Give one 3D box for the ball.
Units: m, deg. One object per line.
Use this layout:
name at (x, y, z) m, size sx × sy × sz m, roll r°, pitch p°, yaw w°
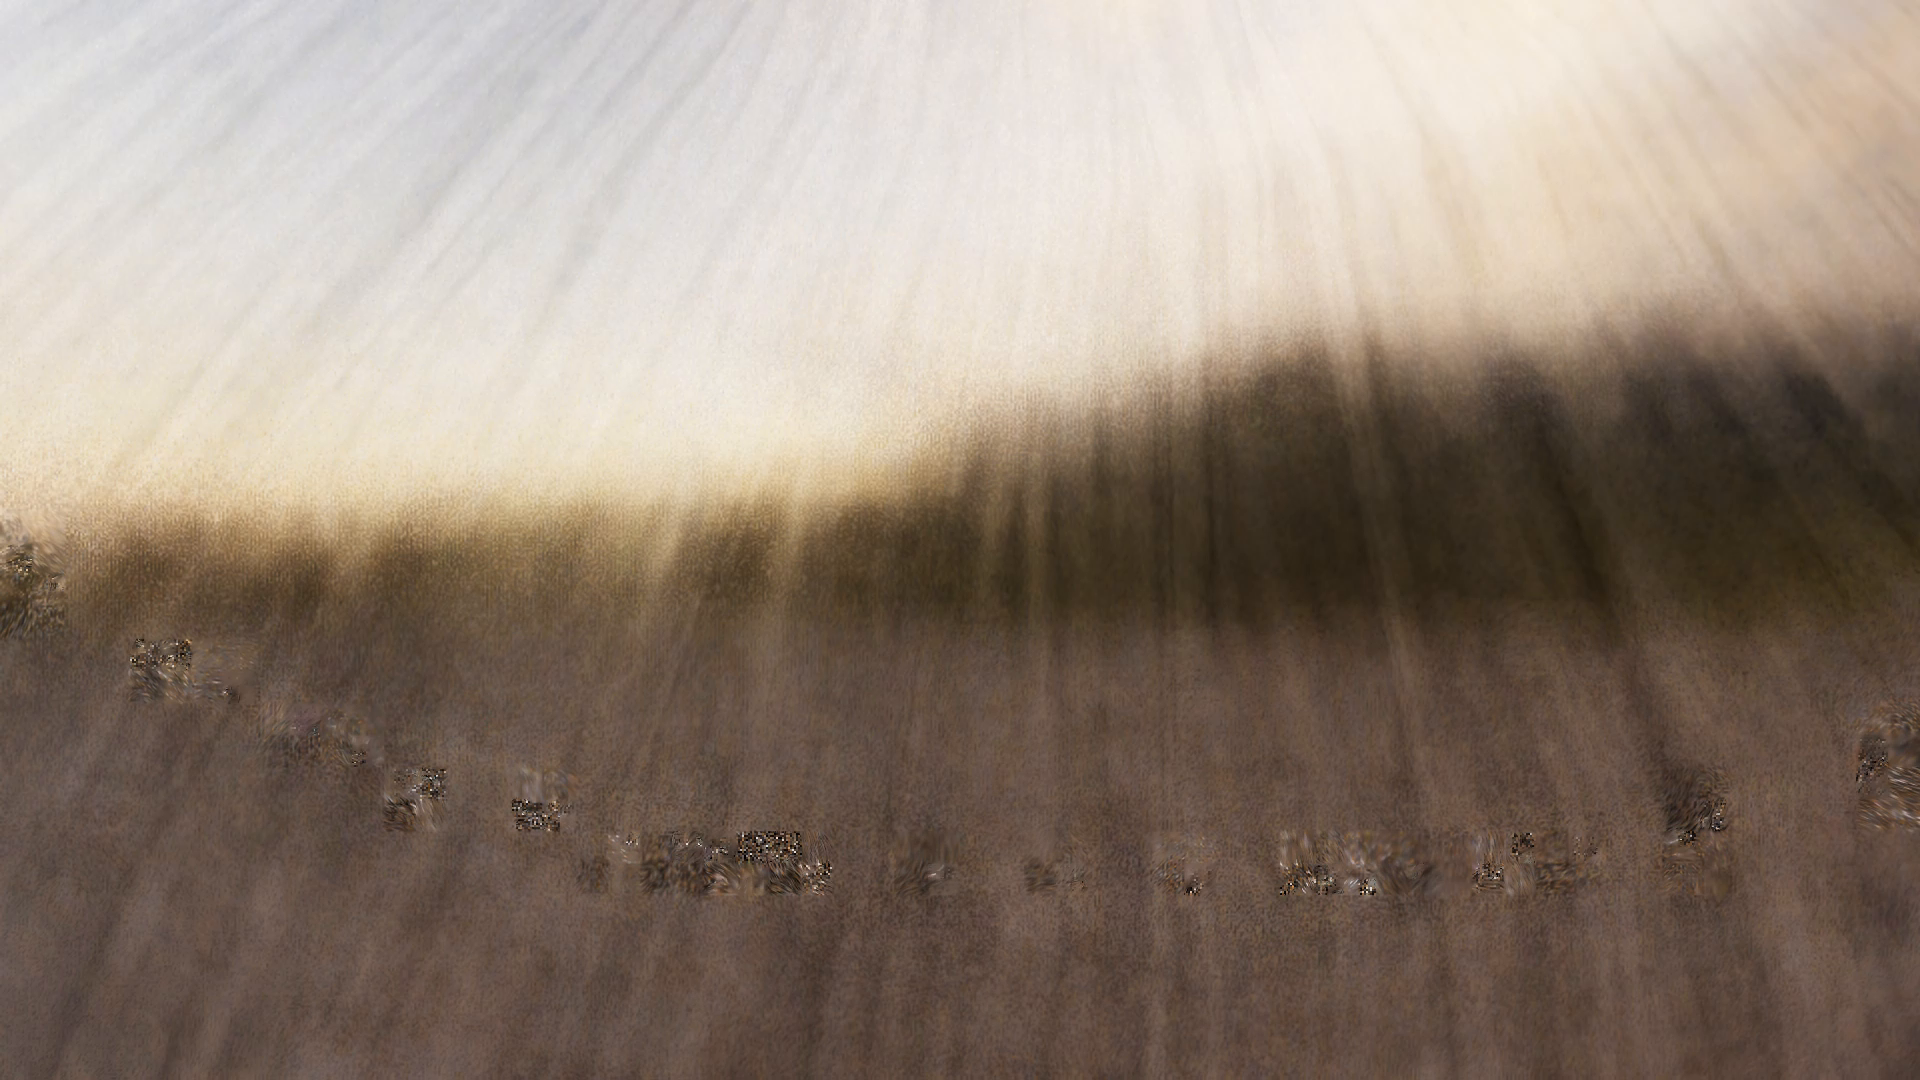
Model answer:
ball at (0.002, -0.002, 0.053) m, size 0.080 × 0.080 × 0.080 m, roll 0°, pitch 4°, yaw 0°
